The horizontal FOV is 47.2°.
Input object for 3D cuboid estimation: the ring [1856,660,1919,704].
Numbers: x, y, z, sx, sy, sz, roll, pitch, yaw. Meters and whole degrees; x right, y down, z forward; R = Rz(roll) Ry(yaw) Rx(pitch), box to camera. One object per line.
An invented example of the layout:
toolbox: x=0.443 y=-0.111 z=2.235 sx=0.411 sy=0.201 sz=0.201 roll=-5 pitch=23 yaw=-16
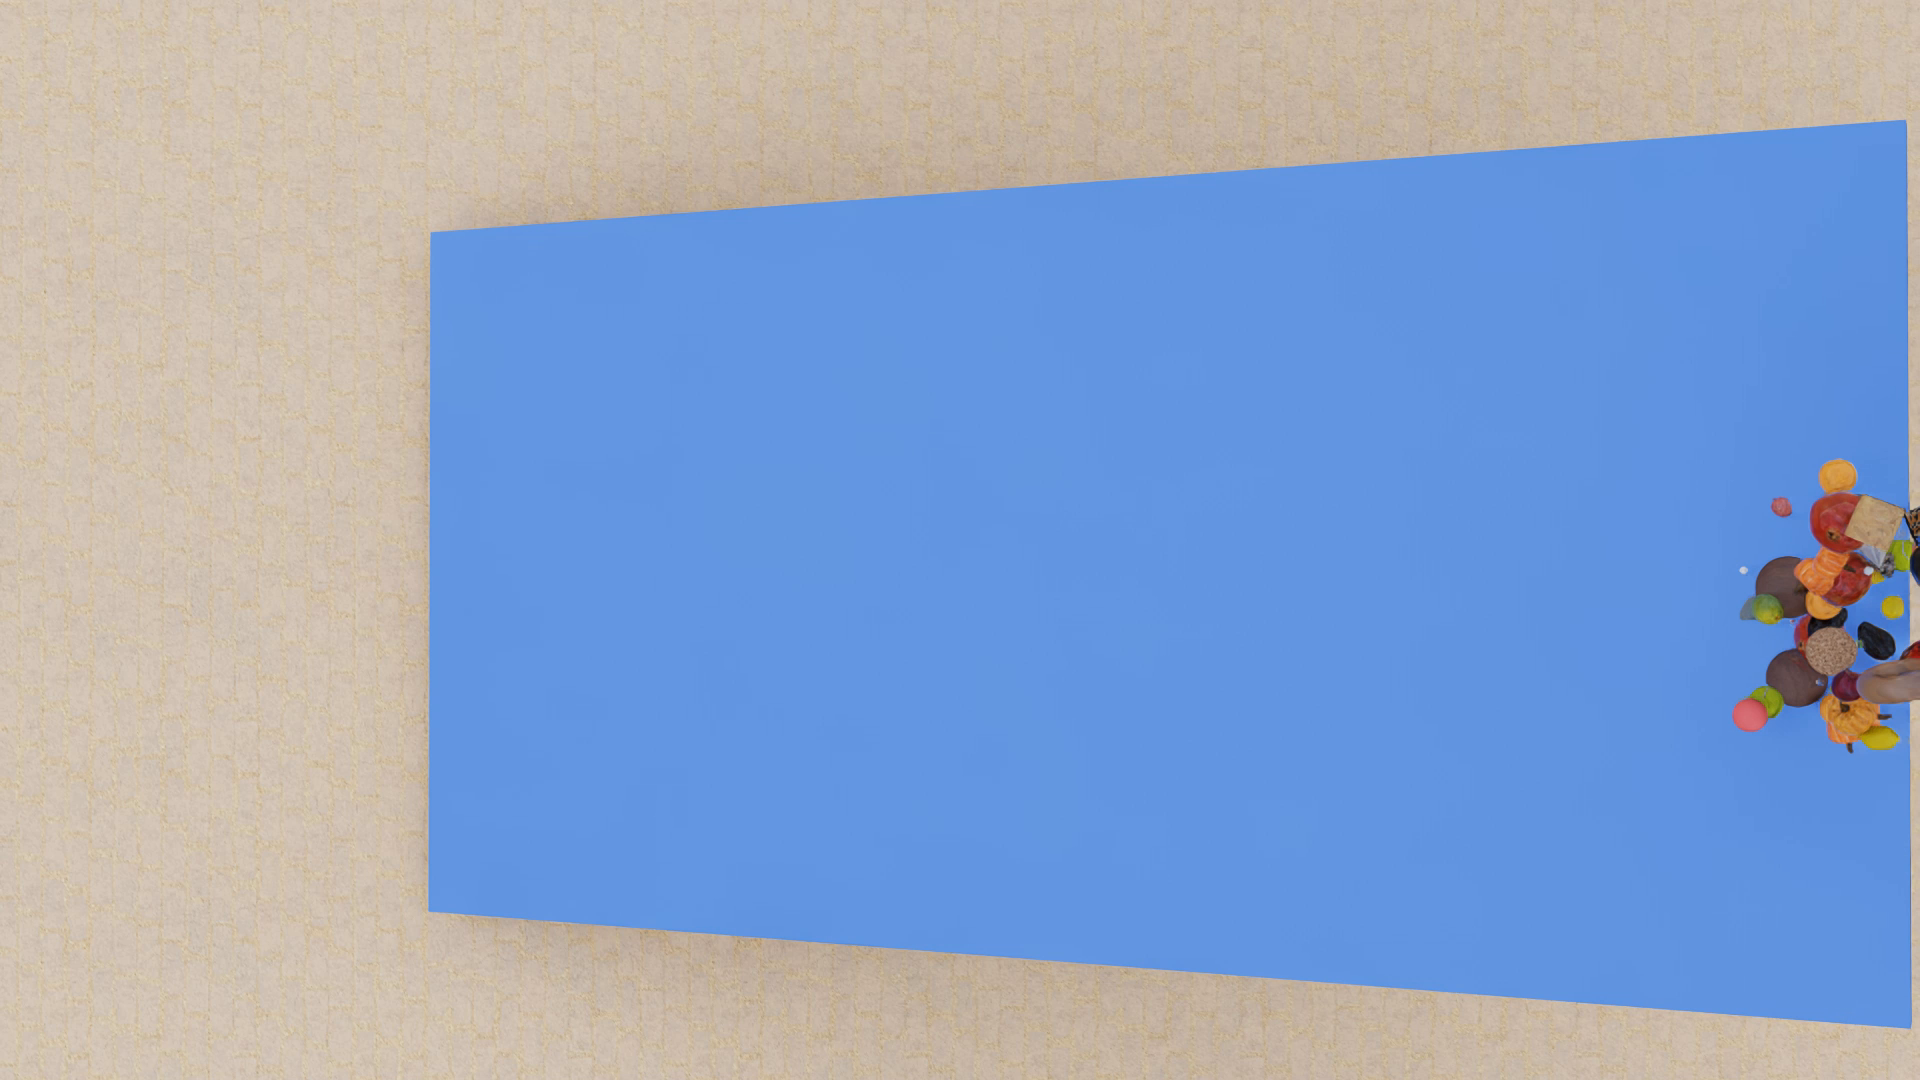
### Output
ring: x=1.641 y=0.246 z=3.839 sx=0.144 sy=0.144 sz=0.048 roll=-16 pitch=97 yaw=0

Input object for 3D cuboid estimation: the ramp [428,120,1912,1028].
ramp: x=0.283 y=0.083 z=5.702 sx=4.000 sy=0.100 sz=2.000 roll=0 pitch=89 yaw=24

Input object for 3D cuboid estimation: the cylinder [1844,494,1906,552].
cylinder: x=1.618 y=-0.031 z=3.886 sx=0.079 sy=0.079 sz=0.079 roll=20 pitch=100 yaw=0

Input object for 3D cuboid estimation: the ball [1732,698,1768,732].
ball: x=1.643 y=0.365 z=4.572 sx=0.070 sy=0.070 sz=0.070 roll=0 pitch=89 yaw=0

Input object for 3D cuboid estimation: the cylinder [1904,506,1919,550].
cylinder: x=1.804 y=-0.026 z=4.054 sx=0.091 sy=0.091 sz=0.091 roll=-25 pitch=89 yaw=26

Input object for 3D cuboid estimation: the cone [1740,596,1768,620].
cone: x=1.750 y=0.161 z=4.815 sx=0.058 sy=0.058 sz=0.058 roll=34 pitch=89 yaw=-21

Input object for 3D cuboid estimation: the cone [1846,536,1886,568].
cone: x=1.794 y=0.021 z=4.310 sx=0.090 sy=0.090 sz=0.090 roll=-25 pitch=117 yaw=0

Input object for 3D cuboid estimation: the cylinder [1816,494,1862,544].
cylinder: x=1.895 y=-0.044 z=4.693 sx=0.093 sy=0.093 sz=0.093 roll=3 pitch=79 yaw=-15

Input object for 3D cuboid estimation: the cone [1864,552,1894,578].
cone: x=1.903 y=0.051 z=4.566 sx=0.054 sy=0.054 sz=0.054 roll=2 pitch=89 yaw=1

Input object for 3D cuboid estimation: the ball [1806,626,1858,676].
ball: x=1.696 y=0.217 z=4.281 sx=0.094 sy=0.094 sz=0.094 roll=0 pitch=89 yaw=0
